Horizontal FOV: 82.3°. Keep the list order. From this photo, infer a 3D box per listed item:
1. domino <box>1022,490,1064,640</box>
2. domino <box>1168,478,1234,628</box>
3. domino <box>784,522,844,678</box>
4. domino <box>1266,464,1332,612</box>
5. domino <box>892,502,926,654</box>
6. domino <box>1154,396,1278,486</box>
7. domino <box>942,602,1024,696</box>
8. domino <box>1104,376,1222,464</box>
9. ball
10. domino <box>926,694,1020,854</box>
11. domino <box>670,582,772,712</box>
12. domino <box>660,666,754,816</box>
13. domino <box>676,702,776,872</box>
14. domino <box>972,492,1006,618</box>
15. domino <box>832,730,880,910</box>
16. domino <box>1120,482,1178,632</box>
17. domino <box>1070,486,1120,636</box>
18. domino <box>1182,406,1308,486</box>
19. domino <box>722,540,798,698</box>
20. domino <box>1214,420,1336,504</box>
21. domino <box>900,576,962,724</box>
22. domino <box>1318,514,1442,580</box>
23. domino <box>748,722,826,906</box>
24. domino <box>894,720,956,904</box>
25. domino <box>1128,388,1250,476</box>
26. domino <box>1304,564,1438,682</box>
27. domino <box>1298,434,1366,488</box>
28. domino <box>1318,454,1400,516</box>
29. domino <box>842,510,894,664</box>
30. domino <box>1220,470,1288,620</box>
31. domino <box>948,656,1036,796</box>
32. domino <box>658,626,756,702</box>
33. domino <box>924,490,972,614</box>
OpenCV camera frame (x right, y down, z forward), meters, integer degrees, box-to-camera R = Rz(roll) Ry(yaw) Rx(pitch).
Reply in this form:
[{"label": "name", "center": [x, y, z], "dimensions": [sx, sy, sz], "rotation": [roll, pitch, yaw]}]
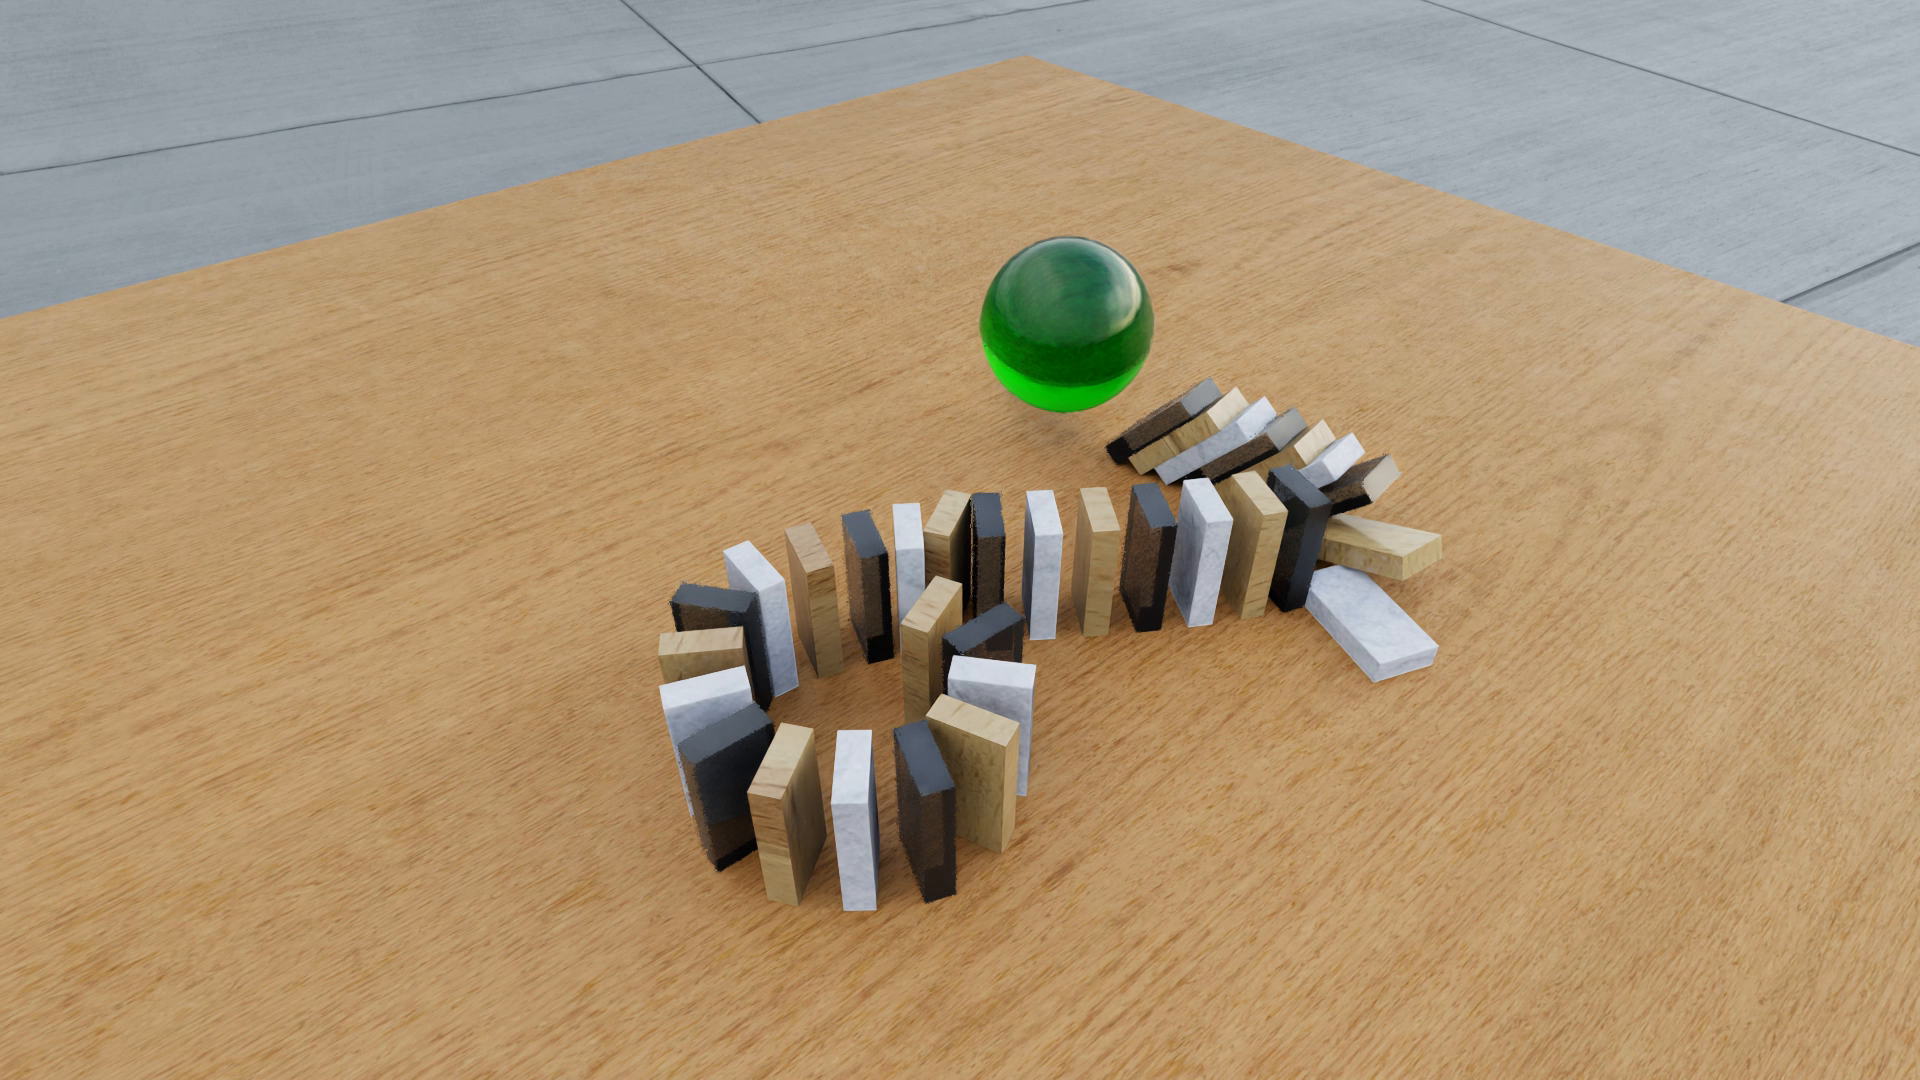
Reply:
[{"label": "domino", "center": [0.029, 0.009, 0.400], "dimensions": [0.010, 0.050, 0.025], "rotation": [-3, 39, -4]}, {"label": "domino", "center": [0.088, 0.005, 0.405], "dimensions": [0.010, 0.050, 0.025], "rotation": [-6, 40, -8]}, {"label": "domino", "center": [-0.051, 0.022, 0.385], "dimensions": [0.010, 0.050, 0.025], "rotation": [-16, 42, -18]}, {"label": "domino", "center": [0.122, 0.000, 0.412], "dimensions": [0.009, 0.050, 0.025], "rotation": [-14, 41, -17]}, {"label": "domino", "center": [-0.018, 0.014, 0.394], "dimensions": [0.010, 0.050, 0.025], "rotation": [-3, 39, -4]}, {"label": "domino", "center": [0.108, -0.042, 0.467], "dimensions": [0.025, 0.050, 0.010], "rotation": [-38, 94, -37]}, {"label": "domino", "center": [0.007, 0.046, 0.355], "dimensions": [0.025, 0.050, 0.010], "rotation": [-27, 47, -29]}, {"label": "domino", "center": [0.088, -0.052, 0.480], "dimensions": [0.025, 0.050, 0.010], "rotation": [-38, 94, -37]}, {"label": "ball", "center": [0.049, -0.099, 0.509], "dimensions": [0.080, 0.080, 0.080], "rotation": [0, 39, 0]}, {"label": "domino", "center": [0.004, 0.070, 0.326], "dimensions": [0.025, 0.050, 0.010], "rotation": [18, 43, 20]}, {"label": "domino", "center": [-0.079, 0.038, 0.366], "dimensions": [0.025, 0.050, 0.009], "rotation": [7, 40, 9]}, {"label": "domino", "center": [-0.074, 0.062, 0.336], "dimensions": [0.025, 0.050, 0.010], "rotation": [-12, 41, -15]}, {"label": "domino", "center": [-0.065, 0.073, 0.322], "dimensions": [0.025, 0.050, 0.010], "rotation": [-27, 46, -29]}, {"label": "domino", "center": [0.010, 0.010, 0.399], "dimensions": [0.010, 0.050, 0.025], "rotation": [-2, 39, -3]}, {"label": "domino", "center": [-0.029, 0.080, 0.313], "dimensions": [0.009, 0.050, 0.025], "rotation": [-1, 39, -1]}, {"label": "domino", "center": [0.068, 0.007, 0.403], "dimensions": [0.010, 0.050, 0.025], "rotation": [-5, 40, -6]}, {"label": "domino", "center": [0.049, 0.008, 0.401], "dimensions": [0.009, 0.050, 0.025], "rotation": [-4, 39, -4]}, {"label": "domino", "center": [0.118, -0.037, 0.461], "dimensions": [0.025, 0.050, 0.009], "rotation": [-37, 94, -37]}, {"label": "domino", "center": [-0.068, 0.028, 0.378], "dimensions": [0.009, 0.050, 0.025], "rotation": [-25, 45, -27]}, {"label": "domino", "center": [0.128, -0.031, 0.454], "dimensions": [0.025, 0.050, 0.010], "rotation": [-36, 93, -36]}, {"label": "domino", "center": [-0.009, 0.039, 0.363], "dimensions": [0.010, 0.050, 0.025], "rotation": [17, 42, 19]}, {"label": "domino", "center": [0.157, 0.001, 0.427], "dimensions": [0.025, 0.010, 0.050], "rotation": [-22, 24, -31]}, {"label": "domino", "center": [-0.049, 0.079, 0.315], "dimensions": [0.010, 0.050, 0.025], "rotation": [9, 40, 11]}, {"label": "domino", "center": [-0.010, 0.078, 0.316], "dimensions": [0.009, 0.050, 0.025], "rotation": [-13, 41, -15]}, {"label": "domino", "center": [0.098, -0.046, 0.473], "dimensions": [0.025, 0.050, 0.009], "rotation": [-38, 94, -37]}, {"label": "domino", "center": [0.149, 0.029, 0.408], "dimensions": [0.025, 0.009, 0.050], "rotation": [-13, 41, -16]}, {"label": "domino", "center": [0.137, -0.025, 0.447], "dimensions": [0.025, 0.050, 0.010], "rotation": [-36, 93, -35]}, {"label": "domino", "center": [0.147, -0.018, 0.440], "dimensions": [0.025, 0.010, 0.050], "rotation": [-36, 8, -36]}, {"label": "domino", "center": [-0.033, 0.017, 0.391], "dimensions": [0.010, 0.050, 0.025], "rotation": [-13, 41, -15]}, {"label": "domino", "center": [0.107, 0.002, 0.409], "dimensions": [0.009, 0.050, 0.025], "rotation": [-10, 40, -12]}, {"label": "domino", "center": [0.010, 0.058, 0.340], "dimensions": [0.025, 0.050, 0.009], "rotation": [6, 40, 7]}, {"label": "domino", "center": [-0.079, 0.050, 0.350], "dimensions": [0.025, 0.050, 0.009], "rotation": [-5, 40, -6]}, {"label": "domino", "center": [-0.004, 0.010, 0.400], "dimensions": [0.009, 0.050, 0.025], "rotation": [12, 41, 14]}]
